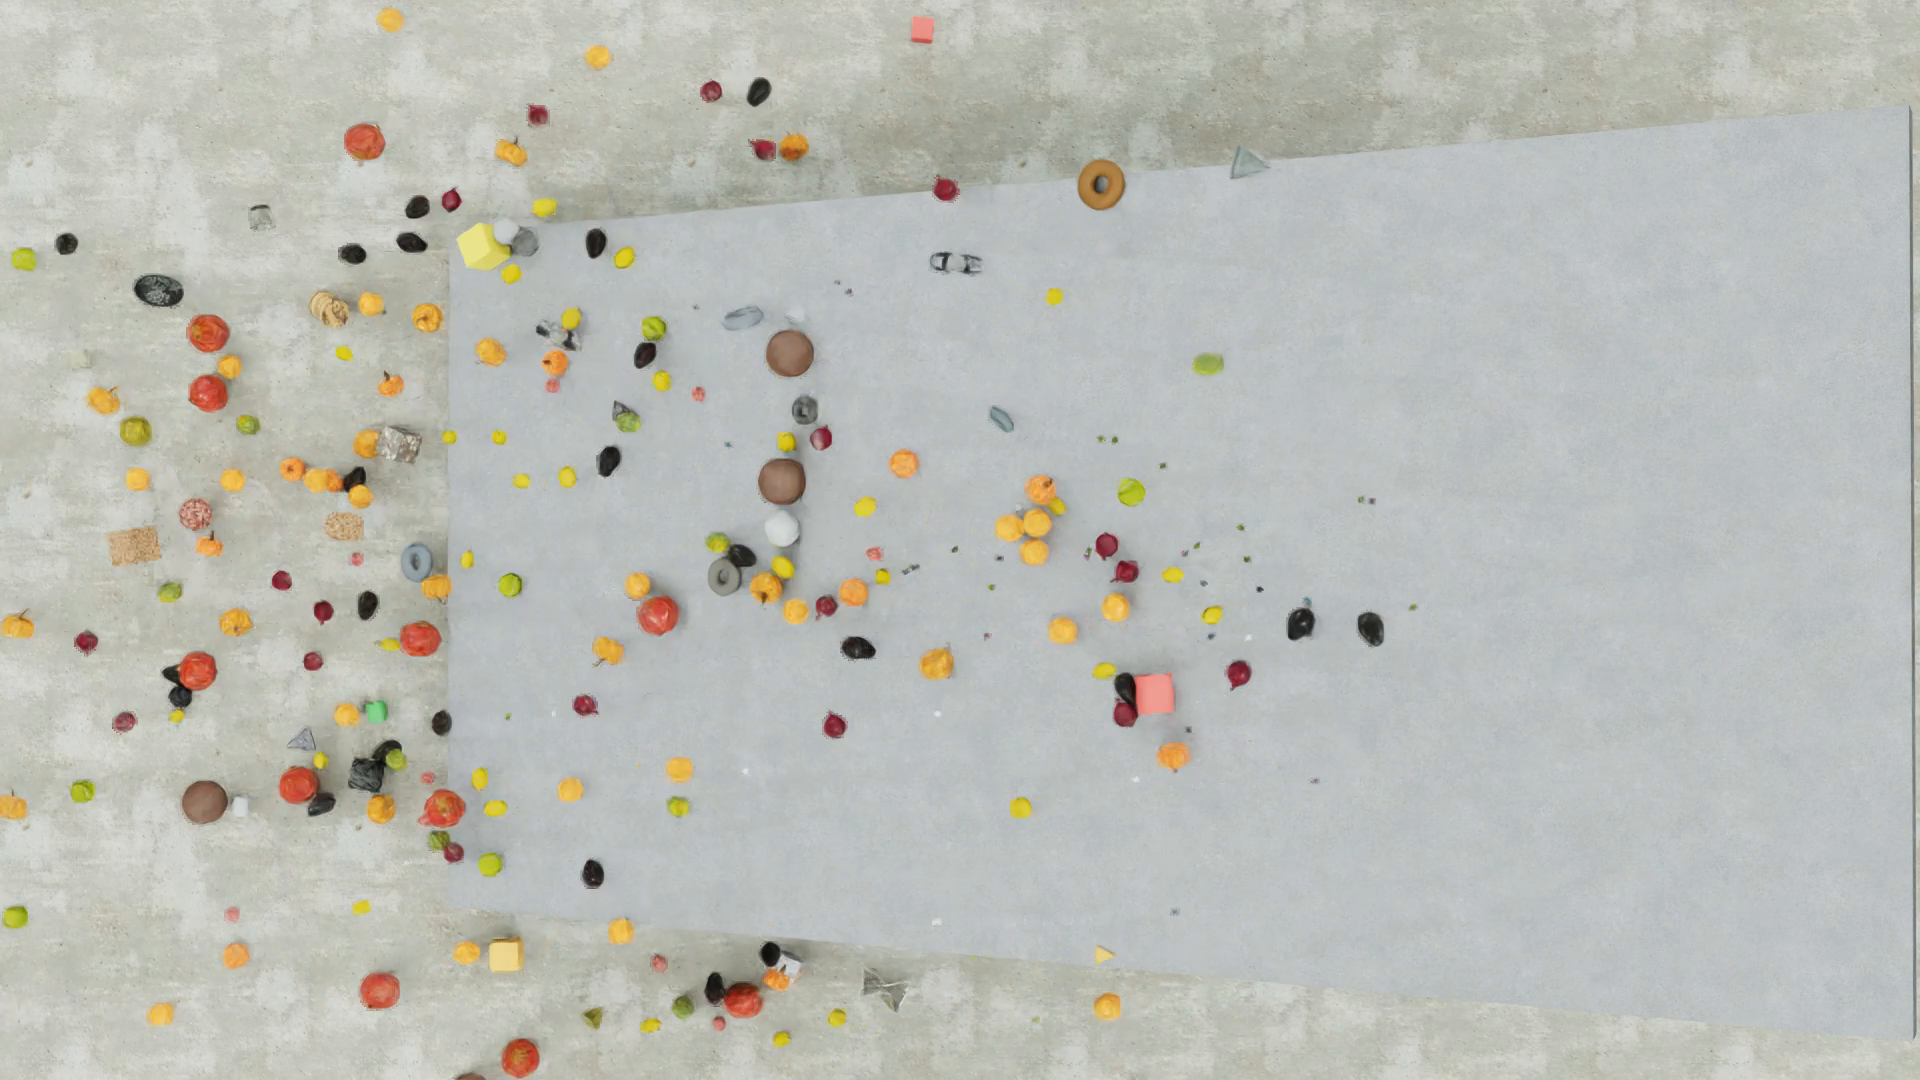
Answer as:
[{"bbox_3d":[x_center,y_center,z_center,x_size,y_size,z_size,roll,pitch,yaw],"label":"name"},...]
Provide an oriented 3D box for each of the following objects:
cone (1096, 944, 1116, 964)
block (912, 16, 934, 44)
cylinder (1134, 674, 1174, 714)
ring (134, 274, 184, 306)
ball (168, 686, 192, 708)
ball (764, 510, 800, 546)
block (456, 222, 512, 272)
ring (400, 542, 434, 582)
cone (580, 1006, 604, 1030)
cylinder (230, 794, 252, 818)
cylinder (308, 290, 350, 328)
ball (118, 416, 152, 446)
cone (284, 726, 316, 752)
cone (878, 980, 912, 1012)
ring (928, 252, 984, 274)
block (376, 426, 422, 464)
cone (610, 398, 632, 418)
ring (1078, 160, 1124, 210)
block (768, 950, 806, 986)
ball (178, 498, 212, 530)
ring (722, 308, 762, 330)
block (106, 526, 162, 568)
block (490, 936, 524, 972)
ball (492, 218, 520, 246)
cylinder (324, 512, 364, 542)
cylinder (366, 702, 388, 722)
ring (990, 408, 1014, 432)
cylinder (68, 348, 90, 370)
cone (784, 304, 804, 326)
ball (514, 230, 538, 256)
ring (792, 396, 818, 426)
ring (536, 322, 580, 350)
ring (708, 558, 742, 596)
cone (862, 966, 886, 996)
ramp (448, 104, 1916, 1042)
[{"bbox_3d":[0.367,1.044,5.532,0.050,0.050,0.050,2,89,3],"label":"cone"},{"bbox_3d":[-0.112,-1.532,6.611,0.062,0.062,0.062,6,89,0],"label":"block"},{"bbox_3d":[0.481,0.380,5.440,0.093,0.093,0.093,-5,88,0],"label":"cylinder"},{"bbox_3d":[-2.387,-0.743,6.554,0.139,0.139,0.046,22,122,0],"label":"ring"},{"bbox_3d":[-2.334,0.468,6.587,0.068,0.068,0.068,0,89,0],"label":"ball"},{"bbox_3d":[-0.482,-0.031,5.943,0.098,0.098,0.098,0,89,0],"label":"ball"},{"bbox_3d":[-1.390,-0.855,6.424,0.097,0.097,0.097,-27,77,25],"label":"block"},{"bbox_3d":[-1.623,0.068,6.573,0.118,0.039,0.118,0,90,31],"label":"ring"},{"bbox_3d":[-1.092,1.420,6.596,0.066,0.066,0.066,45,63,0],"label":"cone"},{"bbox_3d":[-2.148,0.795,6.574,0.055,0.055,0.055,13,90,0],"label":"cylinder"},{"bbox_3d":[-1.884,-0.689,6.568,0.088,0.088,0.088,34,89,39],"label":"cylinder"},{"bbox_3d":[-2.467,-0.326,6.582,0.094,0.094,0.094,0,89,0],"label":"ball"},{"bbox_3d":[-1.974,0.605,6.565,0.083,0.083,0.083,-17,89,-14],"label":"cone"},{"bbox_3d":[-0.180,1.347,6.590,0.095,0.095,0.095,-35,89,-27],"label":"cone"},{"bbox_3d":[-0.010,-0.713,5.675,0.143,0.143,0.048,6,97,0],"label":"ring"},{"bbox_3d":[-1.675,-0.284,6.566,0.084,0.084,0.084,24,97,29],"label":"block"},{"bbox_3d":[-0.950,-0.363,6.229,0.059,0.059,0.059,20,89,22],"label":"cone"},{"bbox_3d":[0.356,-0.896,5.548,0.128,0.043,0.128,1,91,28],"label":"ring"},{"bbox_3d":[-0.517,1.280,6.570,0.076,0.076,0.076,23,89,6],"label":"block"},{"bbox_3d":[-2.287,-0.077,6.579,0.095,0.095,0.095,0,89,0],"label":"ball"},{"bbox_3d":[-0.590,-0.600,5.971,0.114,0.114,0.038,-15,110,0],"label":"ring"},{"bbox_3d":[-2.458,0.020,6.547,0.099,0.099,0.099,-6,96,31],"label":"block"},{"bbox_3d":[-1.354,1.238,6.571,0.083,0.083,0.083,-5,89,0],"label":"block"},{"bbox_3d":[-1.318,-0.898,6.395,0.080,0.080,0.080,0,89,0],"label":"ball"},{"bbox_3d":[-1.814,-0.039,6.478,0.082,0.082,0.082,6,89,40],"label":"cylinder"},{"bbox_3d":[-1.746,0.515,6.581,0.057,0.057,0.057,-5,92,0],"label":"cylinder"},{"bbox_3d":[0.107,-0.308,5.649,0.027,0.080,0.080,-44,90,-9],"label":"ring"},{"bbox_3d":[-2.639,-0.542,6.593,0.057,0.057,0.057,-7,91,0],"label":"cylinder"},{"bbox_3d":[-0.462,-0.613,5.961,0.057,0.057,0.057,0,89,27],"label":"cone"},{"bbox_3d":[-1.256,-0.859,6.367,0.073,0.073,0.073,0,89,0],"label":"ball"},{"bbox_3d":[-0.419,-0.351,5.953,0.083,0.028,0.083,-1,89,29],"label":"ring"},{"bbox_3d":[-1.140,-0.579,6.251,0.134,0.134,0.045,24,81,0],"label":"ring"},{"bbox_3d":[-0.650,0.101,6.064,0.107,0.036,0.107,-1,89,29],"label":"ring"},{"bbox_3d":[-0.273,1.309,6.594,0.080,0.080,0.080,-31,57,0],"label":"cone"},{"bbox_3d":[0.278,0.078,5.658,4.000,0.100,2.000,0,89,27],"label":"ramp"}]
